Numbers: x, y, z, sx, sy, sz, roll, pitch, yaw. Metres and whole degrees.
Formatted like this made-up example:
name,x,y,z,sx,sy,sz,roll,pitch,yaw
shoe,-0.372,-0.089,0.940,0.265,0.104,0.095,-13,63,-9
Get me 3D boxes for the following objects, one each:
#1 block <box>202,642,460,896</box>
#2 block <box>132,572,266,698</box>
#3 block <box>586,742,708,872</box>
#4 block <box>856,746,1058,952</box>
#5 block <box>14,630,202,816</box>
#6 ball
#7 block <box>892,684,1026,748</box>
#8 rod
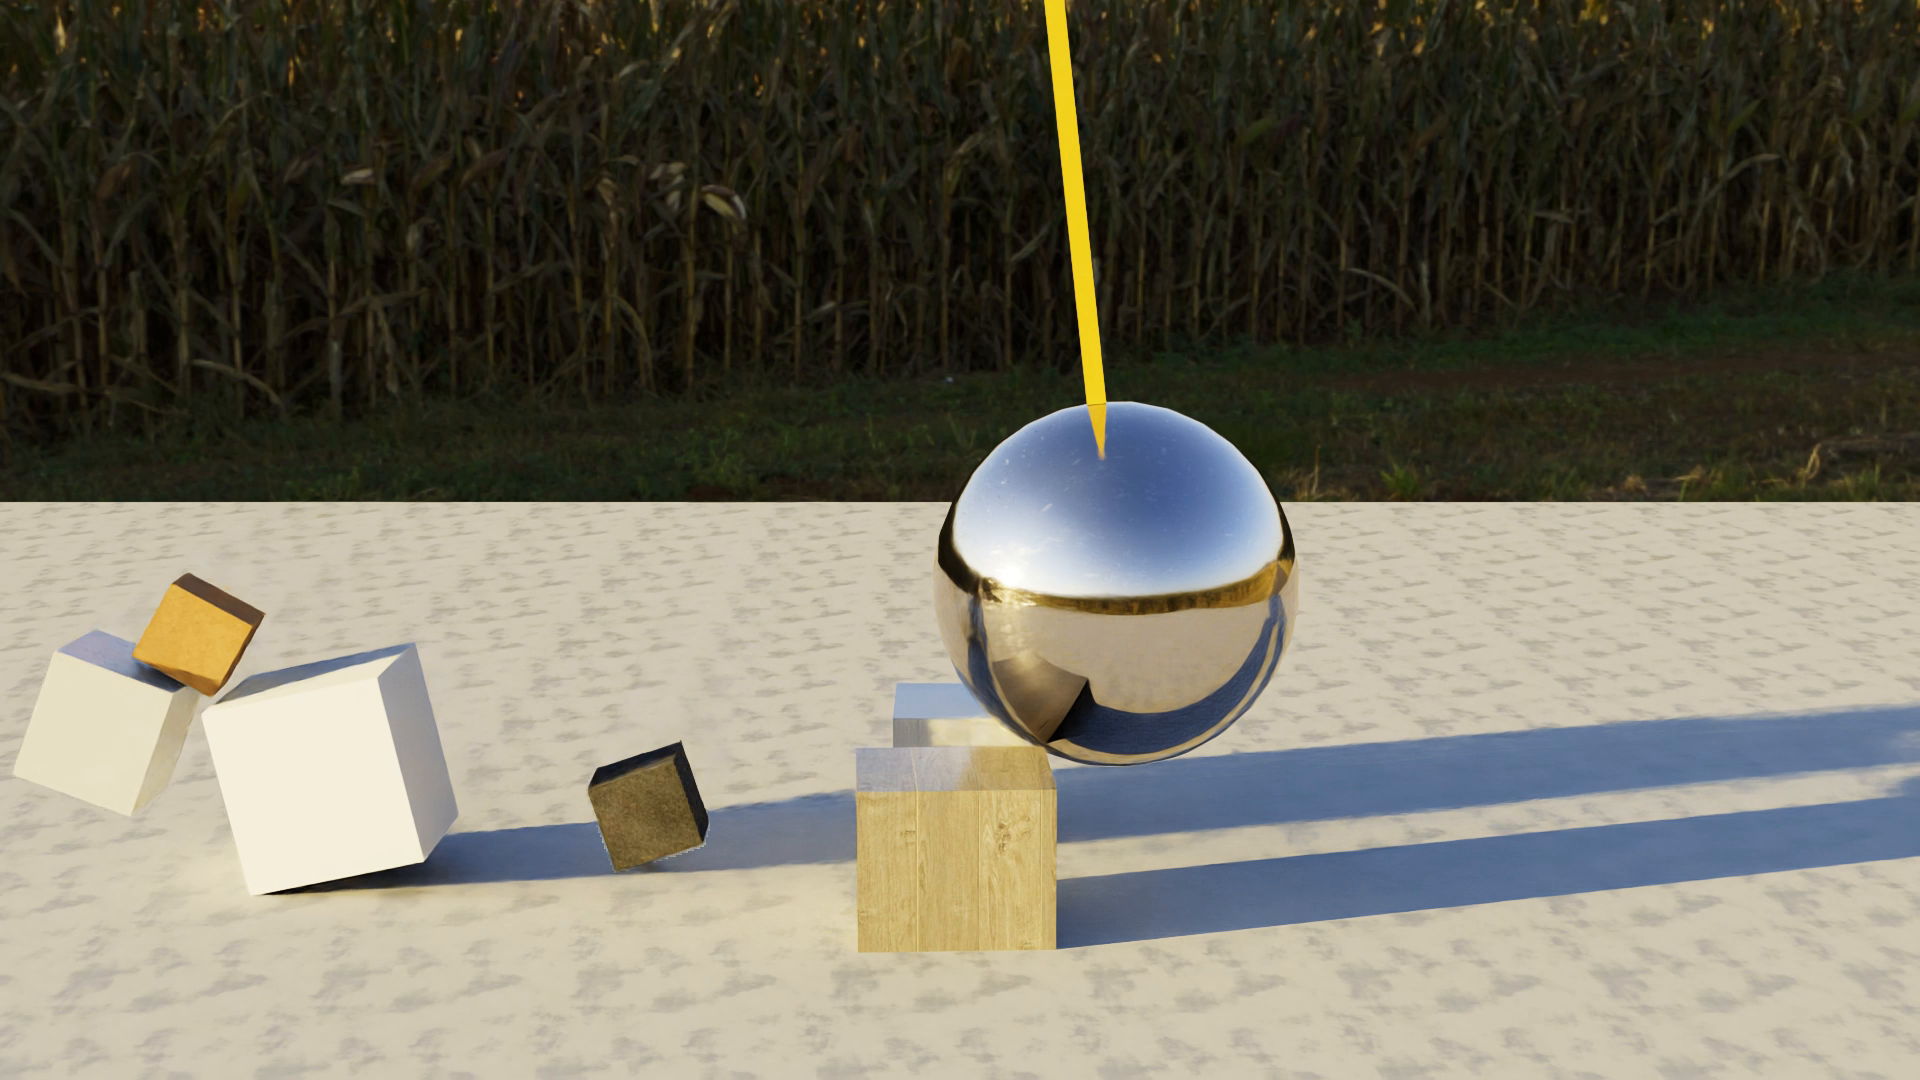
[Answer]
name,x,y,z,sx,sy,sz,roll,pitch,yaw
block,-2.766,1.000,11.346,0.778,0.829,0.707,-12,10,3
block,-3.346,0.415,11.288,0.386,0.363,0.363,29,3,-9
block,-1.385,1.183,11.420,0.401,0.389,0.370,-18,10,2
block,-0.027,1.275,10.674,0.803,0.673,0.681,0,10,-3
block,-3.738,0.799,11.325,0.533,0.577,0.563,21,6,-3
ball,0.679,0.190,11.215,1.600,1.600,1.600,0,10,0
block,-0.003,1.051,12.087,0.604,0.608,0.685,0,10,0
rod,0.294,-3.134,10.611,0.080,5.200,0.080,-6,10,1
